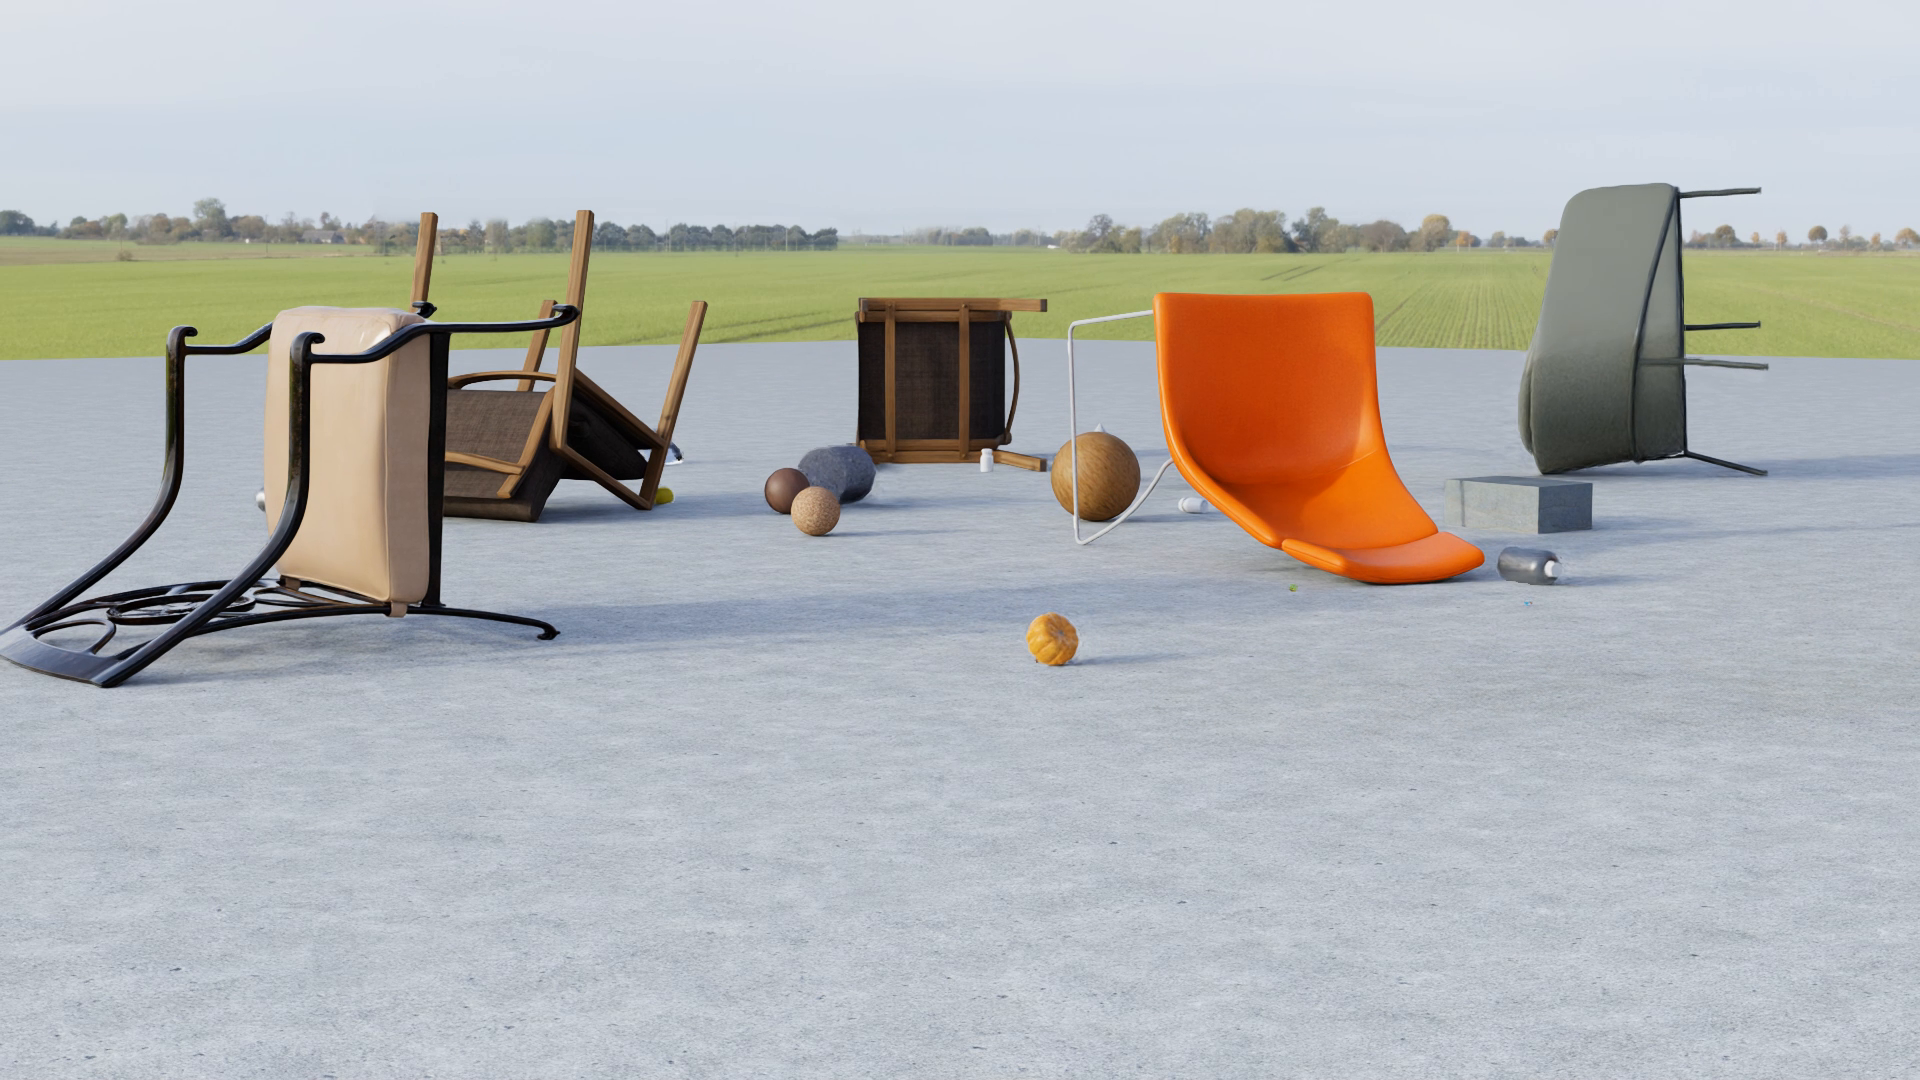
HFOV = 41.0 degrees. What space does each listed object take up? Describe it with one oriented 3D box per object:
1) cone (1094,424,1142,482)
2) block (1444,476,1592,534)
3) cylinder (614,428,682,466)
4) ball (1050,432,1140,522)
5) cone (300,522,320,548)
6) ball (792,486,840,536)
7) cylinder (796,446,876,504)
[{"bbox_3d":[0.450,-0.284,8.242,0.264,0.189,0.194,0,6,0],"label":"cone"},{"bbox_3d":[1.465,-0.094,6.734,0.212,0.121,0.315,-4,7,-37],"label":"block"},{"bbox_3d":[-1.090,-0.325,8.966,0.192,0.072,0.176,41,25,24],"label":"cylinder"},{"bbox_3d":[0.364,-0.171,6.890,0.242,0.242,0.242,0,6,0],"label":"ball"},{"bbox_3d":[-1.588,-0.016,6.262,0.051,0.062,0.057,-3,7,-27],"label":"cone"},{"bbox_3d":[-0.366,-0.073,6.510,0.126,0.126,0.126,0,6,0],"label":"ball"},{"bbox_3d":[-0.358,-0.185,7.393,0.162,0.171,0.164,48,25,16],"label":"cylinder"}]
